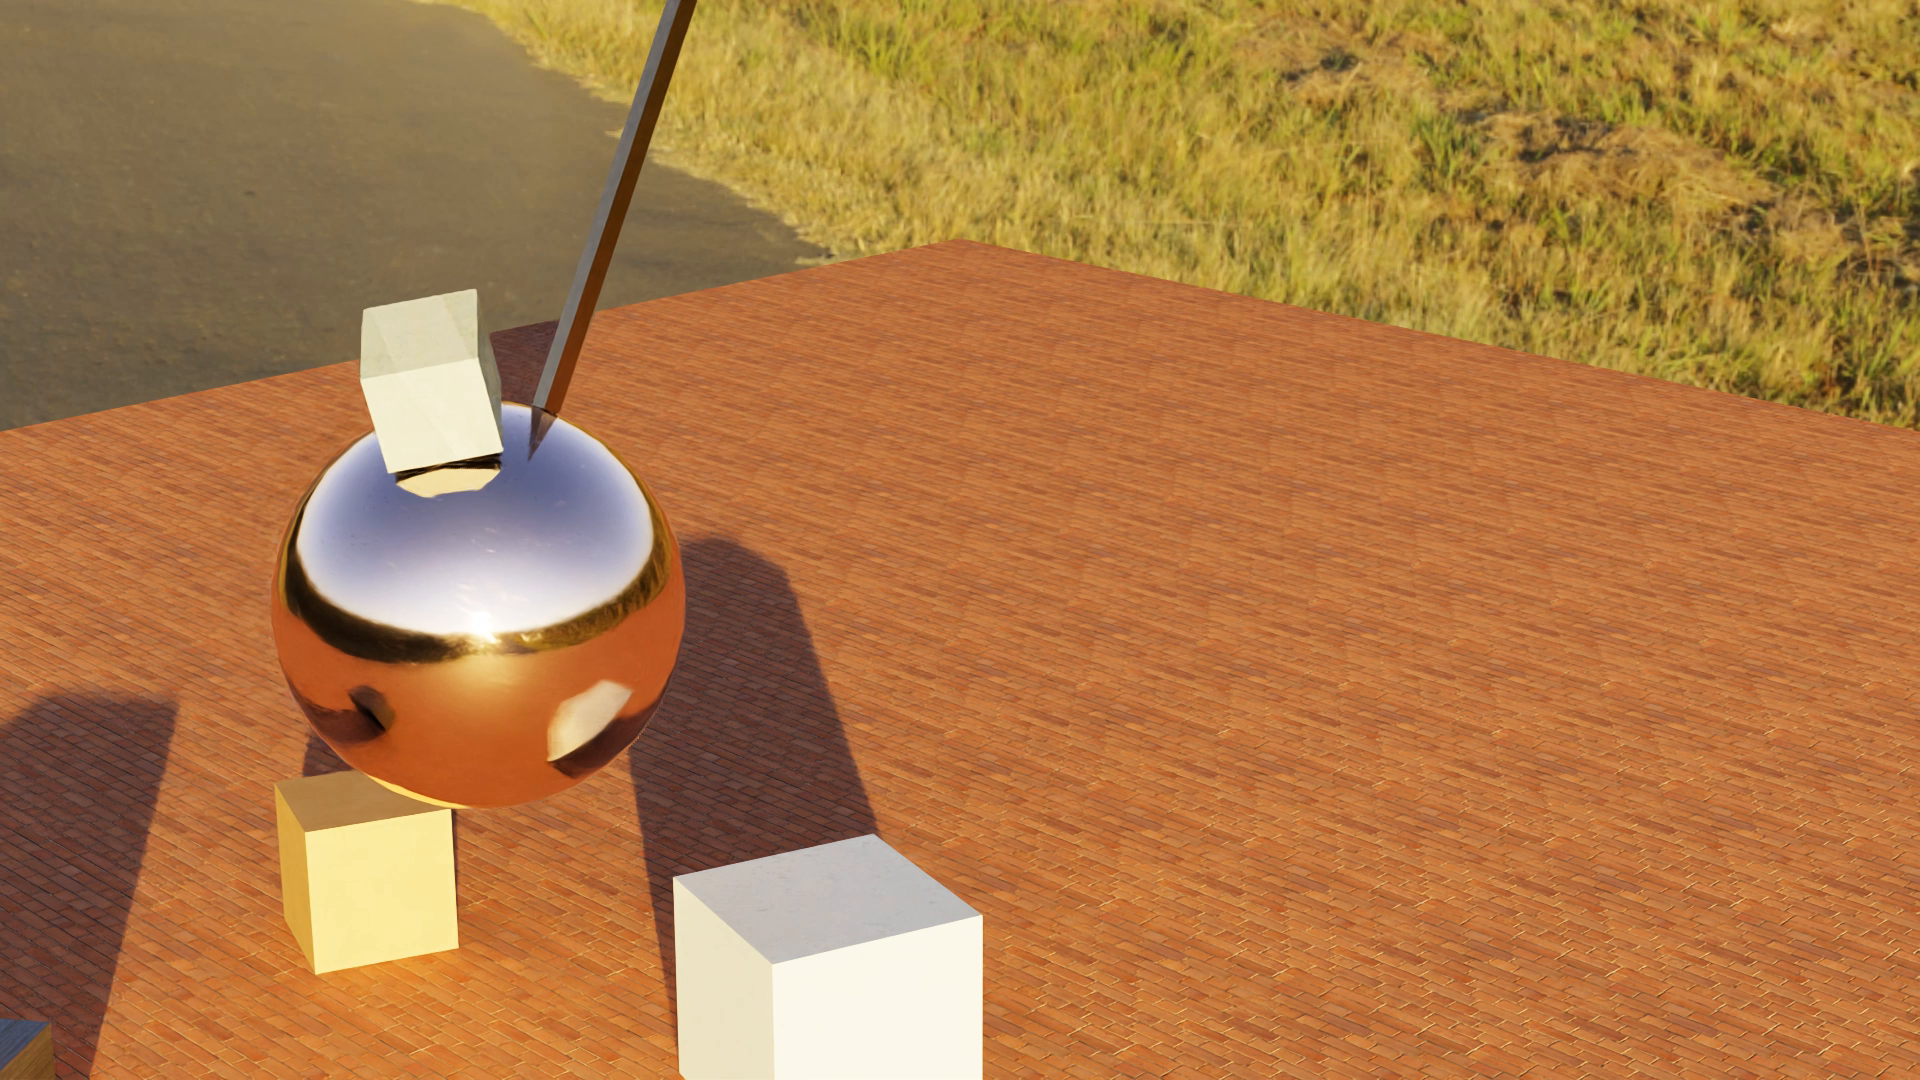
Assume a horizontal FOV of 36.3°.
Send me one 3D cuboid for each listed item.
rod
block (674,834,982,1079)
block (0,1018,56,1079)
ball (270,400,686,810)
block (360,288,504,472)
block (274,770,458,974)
[{"bbox_3d":[-0.812,-2.979,11.555,0.080,5.200,0.080,17,-2,42],"label":"rod"},{"bbox_3d":[-0.514,1.762,11.330,0.875,0.844,0.889,-9,20,-28],"label":"block"},{"bbox_3d":[-3.743,2.138,10.500,0.755,0.624,0.701,3,18,9],"label":"block"},{"bbox_3d":[-1.873,0.249,11.457,1.600,1.600,1.600,0,17,0],"label":"ball"},{"bbox_3d":[-1.961,-0.595,10.904,0.429,0.420,0.485,-11,37,-2],"label":"block"},{"bbox_3d":[-2.585,1.414,12.761,0.622,0.651,0.612,-8,19,-23],"label":"block"}]
